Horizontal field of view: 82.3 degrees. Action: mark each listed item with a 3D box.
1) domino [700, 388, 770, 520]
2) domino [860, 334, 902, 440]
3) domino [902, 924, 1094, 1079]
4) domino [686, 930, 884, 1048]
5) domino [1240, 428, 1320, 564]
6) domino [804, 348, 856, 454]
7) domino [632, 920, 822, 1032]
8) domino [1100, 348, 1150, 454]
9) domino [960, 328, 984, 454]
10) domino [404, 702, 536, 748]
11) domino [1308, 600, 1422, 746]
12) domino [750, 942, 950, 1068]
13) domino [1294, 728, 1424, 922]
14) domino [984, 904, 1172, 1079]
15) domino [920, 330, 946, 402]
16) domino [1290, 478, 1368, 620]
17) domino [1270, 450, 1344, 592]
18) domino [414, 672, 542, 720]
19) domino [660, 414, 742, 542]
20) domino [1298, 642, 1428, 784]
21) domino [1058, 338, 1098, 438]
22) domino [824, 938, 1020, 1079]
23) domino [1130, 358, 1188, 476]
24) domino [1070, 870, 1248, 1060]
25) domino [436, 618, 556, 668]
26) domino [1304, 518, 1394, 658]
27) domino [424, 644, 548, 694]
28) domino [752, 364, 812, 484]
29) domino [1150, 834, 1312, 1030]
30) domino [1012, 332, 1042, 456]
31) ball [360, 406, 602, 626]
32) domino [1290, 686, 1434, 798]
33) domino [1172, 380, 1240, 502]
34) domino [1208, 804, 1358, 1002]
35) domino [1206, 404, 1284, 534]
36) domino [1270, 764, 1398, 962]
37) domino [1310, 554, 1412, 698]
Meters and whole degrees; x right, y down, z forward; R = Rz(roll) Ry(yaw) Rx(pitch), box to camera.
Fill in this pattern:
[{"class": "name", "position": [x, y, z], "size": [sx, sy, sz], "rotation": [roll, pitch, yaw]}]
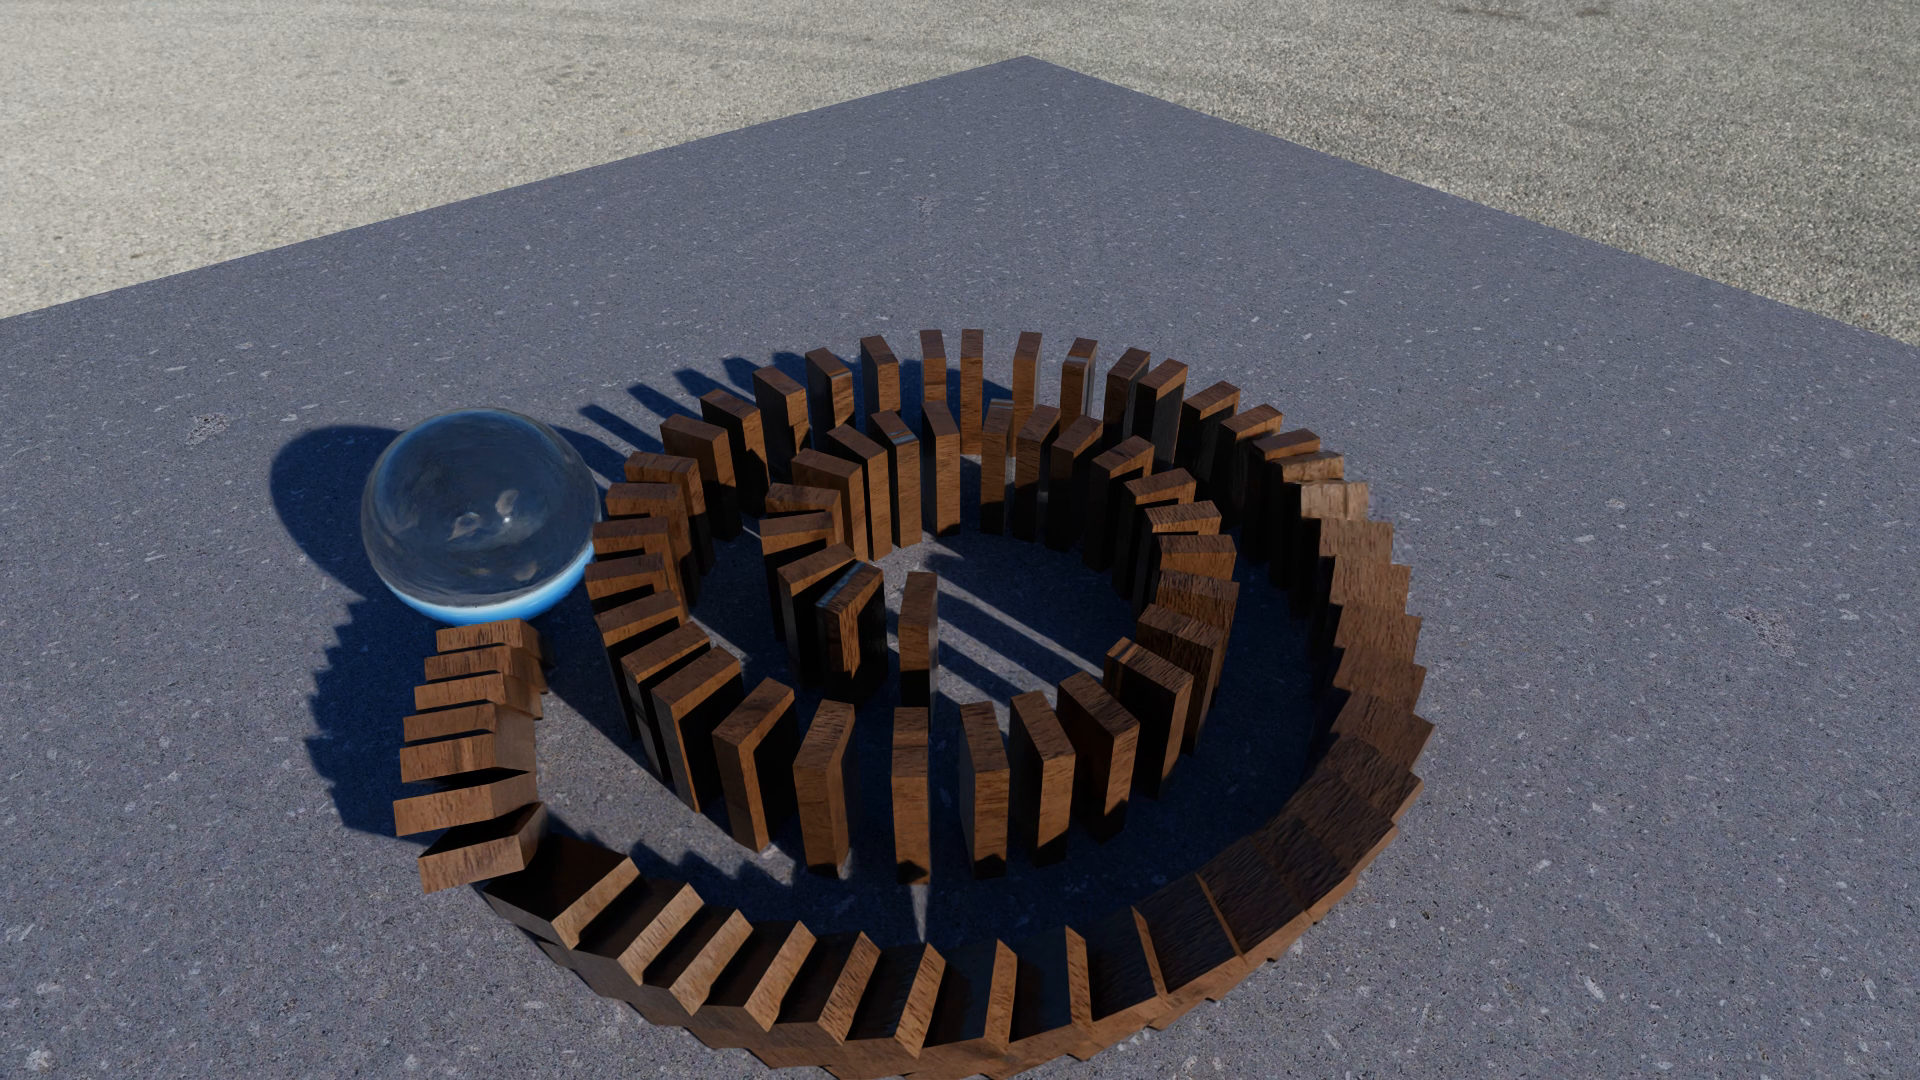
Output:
[{"class": "domino", "position": [-0.092, -0.035, 0.454], "size": [0.025, 0.050, 0.009], "rotation": [27, 46, 29]}, {"class": "domino", "position": [-0.035, -0.062, 0.487], "size": [0.009, 0.050, 0.025], "rotation": [-13, 41, -16]}, {"class": "domino", "position": [0.009, 0.118, 0.277], "size": [0.050, 0.009, 0.025], "rotation": [-29, 35, 24]}, {"class": "domino", "position": [-0.045, 0.115, 0.281], "size": [0.050, 0.009, 0.025], "rotation": [-21, 26, 36]}, {"class": "domino", "position": [0.125, -0.017, 0.431], "size": [0.025, 0.050, 0.009], "rotation": [-14, 33, -17]}, {"class": "domino", "position": [-0.056, -0.056, 0.479], "size": [0.009, 0.050, 0.025], "rotation": [-22, 44, -24]}, {"class": "domino", "position": [-0.061, 0.112, 0.284], "size": [0.050, 0.010, 0.025], "rotation": [-18, 25, 40]}, {"class": "domino", "position": [0.071, -0.055, 0.479], "size": [0.010, 0.050, 0.025], "rotation": [19, 43, 22]}, {"class": "domino", "position": [0.005, -0.066, 0.492], "size": [0.010, 0.050, 0.025], "rotation": [1, 39, 1]}, {"class": "domino", "position": [-0.151, 0.060, 0.342], "size": [0.025, 0.050, 0.009], "rotation": [-9, 78, -10]}, {"class": "domino", "position": [0.134, 0.047, 0.364], "size": [0.025, 0.009, 0.050], "rotation": [14, 76, 17]}, {"class": "domino", "position": [-0.028, 0.118, 0.278], "size": [0.050, 0.010, 0.025], "rotation": [-21, 28, 33]}, {"class": "domino", "position": [0.109, 0.083, 0.322], "size": [0.025, 0.010, 0.050], "rotation": [37, 84, 36]}, {"class": "domino", "position": [0.027, 0.116, 0.282], "size": [0.050, 0.010, 0.025], "rotation": [-29, 38, 13]}, {"class": "domino", "position": [-0.012, -0.066, 0.491], "size": [0.009, 0.050, 0.025], "rotation": [-4, 39, -5]}, {"class": "domino", "position": [0.137, 0.003, 0.409], "size": [0.025, 0.050, 0.009], "rotation": [-3, 11, -4]}, {"class": "domino", "position": [0.132, -0.007, 0.420], "size": [0.025, 0.050, 0.010], "rotation": [-10, 20, -12]}, {"class": "domino", "position": [-0.152, 0.052, 0.351], "size": [0.025, 0.050, 0.010], "rotation": [-9, 78, -10]}, {"class": "domino", "position": [-0.103, -0.024, 0.441], "size": [0.025, 0.050, 0.009], "rotation": [18, 42, 20]}, {"class": "domino", "position": [0.128, 0.060, 0.350], "size": [0.025, 0.010, 0.050], "rotation": [19, 75, 22]}, {"class": "domino", "position": [0.051, -0.061, 0.486], "size": [0.010, 0.050, 0.025], "rotation": [12, 41, 14]}, {"class": "domino", "position": [-0.010, 0.119, 0.276], "size": [0.050, 0.010, 0.025], "rotation": [-25, 31, 29]}, {"class": "domino", "position": [0.084, -0.050, 0.472], "size": [0.009, 0.050, 0.025], "rotation": [27, 46, 29]}, {"class": "domino", "position": [0.047, 0.111, 0.288], "size": [0.050, 0.009, 0.025], "rotation": [-34, 42, 9]}, {"class": "domino", "position": [-0.155, 0.037, 0.370], "size": [0.025, 0.050, 0.010], "rotation": [-9, 78, -10]}, {"class": "domino", "position": [0.139, 0.018, 0.394], "size": [0.025, 0.050, 0.010], "rotation": [5, -2, 6]}, {"class": "domino", "position": [-0.154, 0.045, 0.361], "size": [0.025, 0.050, 0.010], "rotation": [-9, 78, -10]}, {"class": "domino", "position": [-0.075, -0.046, 0.468], "size": [0.009, 0.050, 0.025], "rotation": [-29, 47, -31]}, {"class": "domino", "position": [0.065, 0.105, 0.295], "size": [0.050, 0.010, 0.025], "rotation": [-38, 47, 4]}, {"class": "domino", "position": [0.029, -0.064, 0.490], "size": [0.010, 0.050, 0.025], "rotation": [6, 40, 8]}, {"class": "ball", "position": [-0.172, -0.008, 0.398], "size": [0.080, 0.080, 0.080], "rotation": [0, 39, 0]}, {"class": "domino", "position": [0.120, 0.073, 0.335], "size": [0.025, 0.009, 0.050], "rotation": [28, 79, 30]}, {"class": "domino", "position": [0.102, -0.039, 0.459], "size": [0.025, 0.050, 0.009], "rotation": [-28, 47, -30]}, {"class": "domino", "position": [0.080, 0.099, 0.302], "size": [0.050, 0.010, 0.025], "rotation": [-41, 47, 2]}, {"class": "domino", "position": [0.114, -0.028, 0.446], "size": [0.025, 0.050, 0.009], "rotation": [-23, 44, -25]}, {"class": "domino", "position": [0.096, 0.091, 0.312], "size": [0.050, 0.009, 0.025], "rotation": [-46, 52, -2]}, {"class": "domino", "position": [0.138, 0.032, 0.380], "size": [0.025, 0.009, 0.050], "rotation": [10, 82, 12]}]
